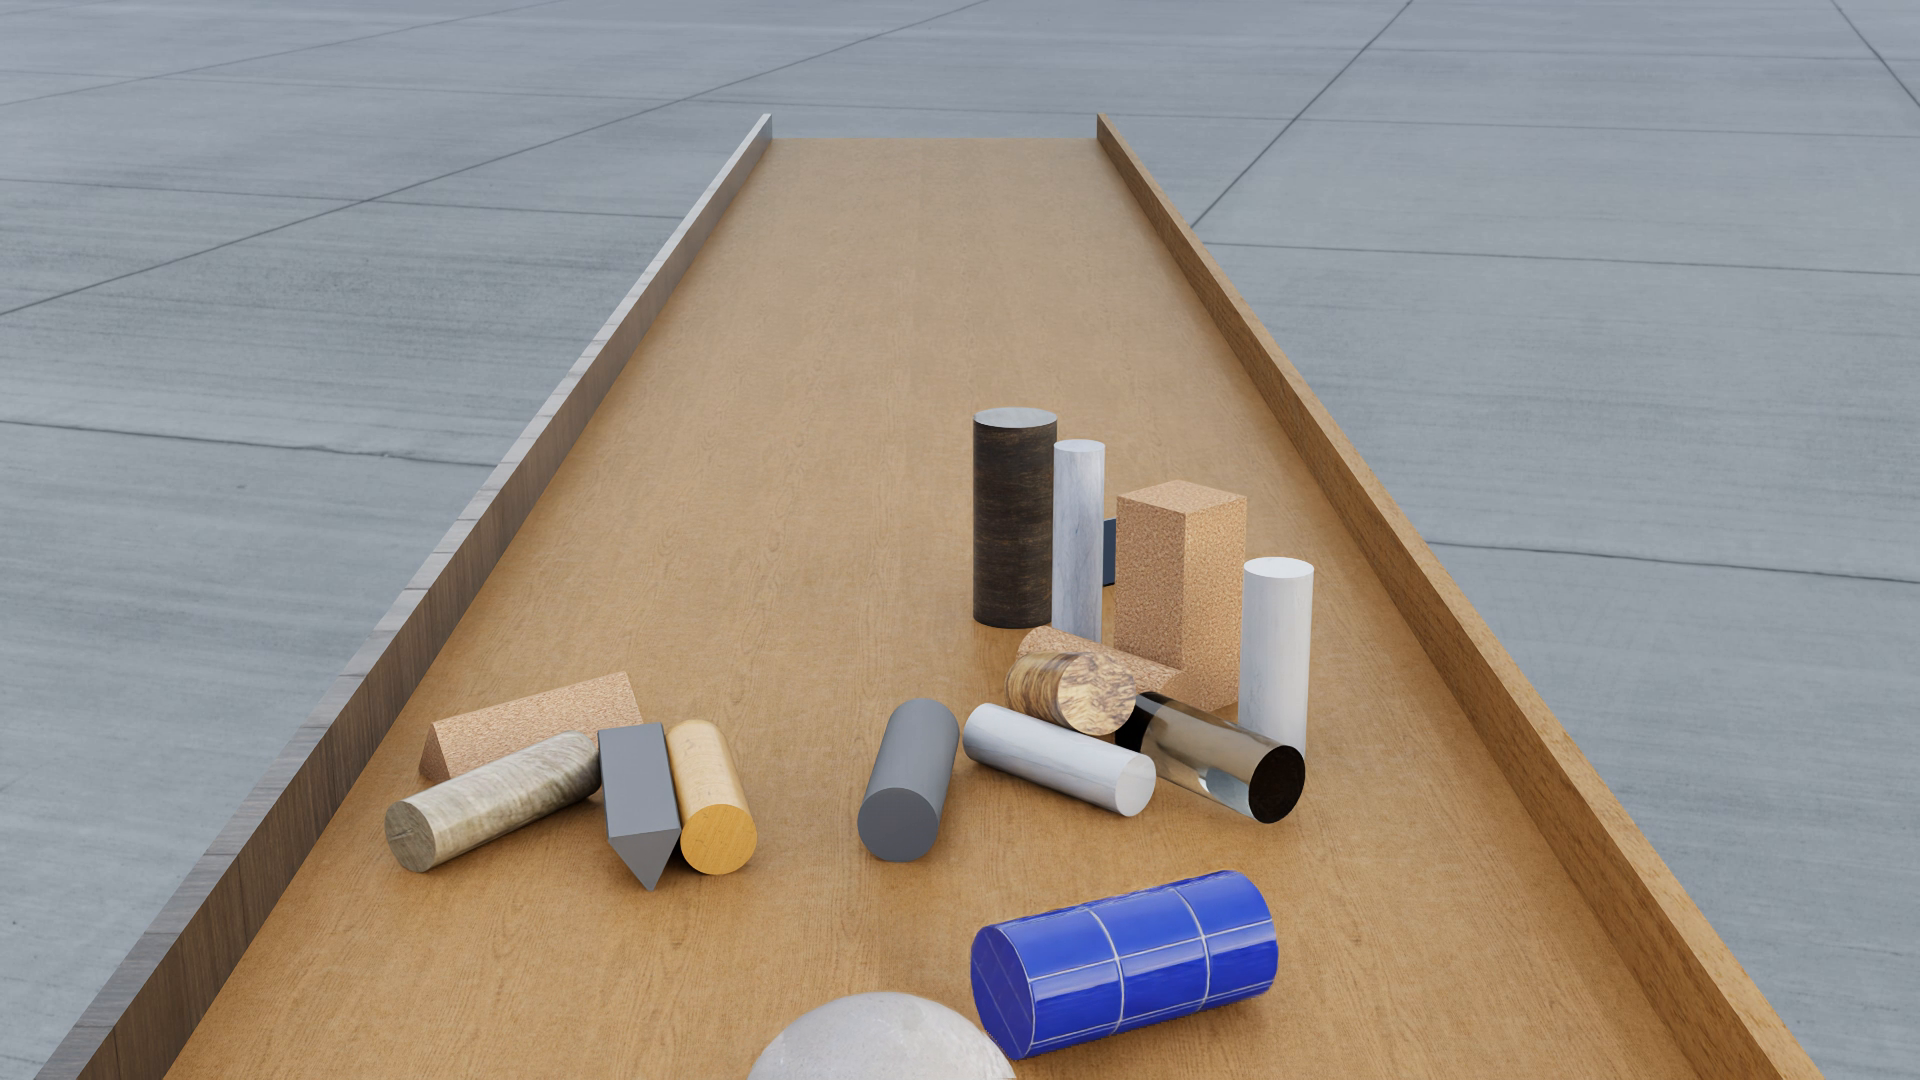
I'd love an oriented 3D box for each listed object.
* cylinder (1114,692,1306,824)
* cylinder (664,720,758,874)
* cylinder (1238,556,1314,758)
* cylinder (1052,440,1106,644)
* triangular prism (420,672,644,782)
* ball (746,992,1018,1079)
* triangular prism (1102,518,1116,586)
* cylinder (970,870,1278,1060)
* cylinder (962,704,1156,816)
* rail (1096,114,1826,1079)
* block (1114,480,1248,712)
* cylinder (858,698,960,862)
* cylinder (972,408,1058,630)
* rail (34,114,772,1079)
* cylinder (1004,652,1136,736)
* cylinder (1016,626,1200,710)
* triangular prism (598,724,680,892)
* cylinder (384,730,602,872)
[{"bbox_3d":[0.423,0.368,3.753,0.135,0.135,0.324,-13,21,-36],"label":"cylinder"},{"bbox_3d":[-0.418,0.417,3.614,0.120,0.120,0.372,-4,17,-12],"label":"cylinder"},{"bbox_3d":[0.556,0.216,3.885,0.122,0.351,0.122,0,17,0],"label":"cylinder"},{"bbox_3d":[0.233,0.029,4.350,0.100,0.445,0.100,0,17,0],"label":"cylinder"},{"bbox_3d":[-0.761,0.329,3.923,0.394,0.107,0.124,-14,22,-40],"label":"triangular prism"},{"bbox_3d":[-0.086,0.665,2.407,0.333,0.333,0.333,0,17,0],"label":"ball"},{"bbox_3d":[0.314,0.017,4.936,0.390,0.126,0.146,-11,20,-33],"label":"triangular prism"},{"bbox_3d":[0.224,0.573,2.989,0.381,0.177,0.177,-8,18,-26],"label":"cylinder"},{"bbox_3d":[0.167,0.375,3.780,0.349,0.106,0.106,15,22,42],"label":"cylinder"},{"bbox_3d":[0.932,-0.844,7.801,0.050,0.150,12.000,0,17,-1],"label":"rail"},{"bbox_3d":[0.412,0.112,4.142,0.171,0.404,0.171,-15,22,-41],"label":"block"},{"bbox_3d":[-0.082,0.395,3.673,0.129,0.129,0.399,1,17,5],"label":"cylinder"},{"bbox_3d":[0.115,-0.047,4.618,0.175,0.434,0.175,0,17,0],"label":"cylinder"},{"bbox_3d":[-1.118,-0.838,7.780,0.050,0.150,12.000,0,17,-1],"label":"rail"},{"bbox_3d":[0.192,0.270,3.914,0.142,0.142,0.308,-5,-1,-17],"label":"cylinder"},{"bbox_3d":[0.273,0.264,4.114,0.127,0.127,0.357,-15,22,-41],"label":"cylinder"},{"bbox_3d":[-0.512,0.409,3.596,0.096,0.111,0.456,-35,20,0],"label":"triangular prism"},{"bbox_3d":[-0.757,0.423,3.598,0.118,0.118,0.372,11,20,33],"label":"cylinder"}]
